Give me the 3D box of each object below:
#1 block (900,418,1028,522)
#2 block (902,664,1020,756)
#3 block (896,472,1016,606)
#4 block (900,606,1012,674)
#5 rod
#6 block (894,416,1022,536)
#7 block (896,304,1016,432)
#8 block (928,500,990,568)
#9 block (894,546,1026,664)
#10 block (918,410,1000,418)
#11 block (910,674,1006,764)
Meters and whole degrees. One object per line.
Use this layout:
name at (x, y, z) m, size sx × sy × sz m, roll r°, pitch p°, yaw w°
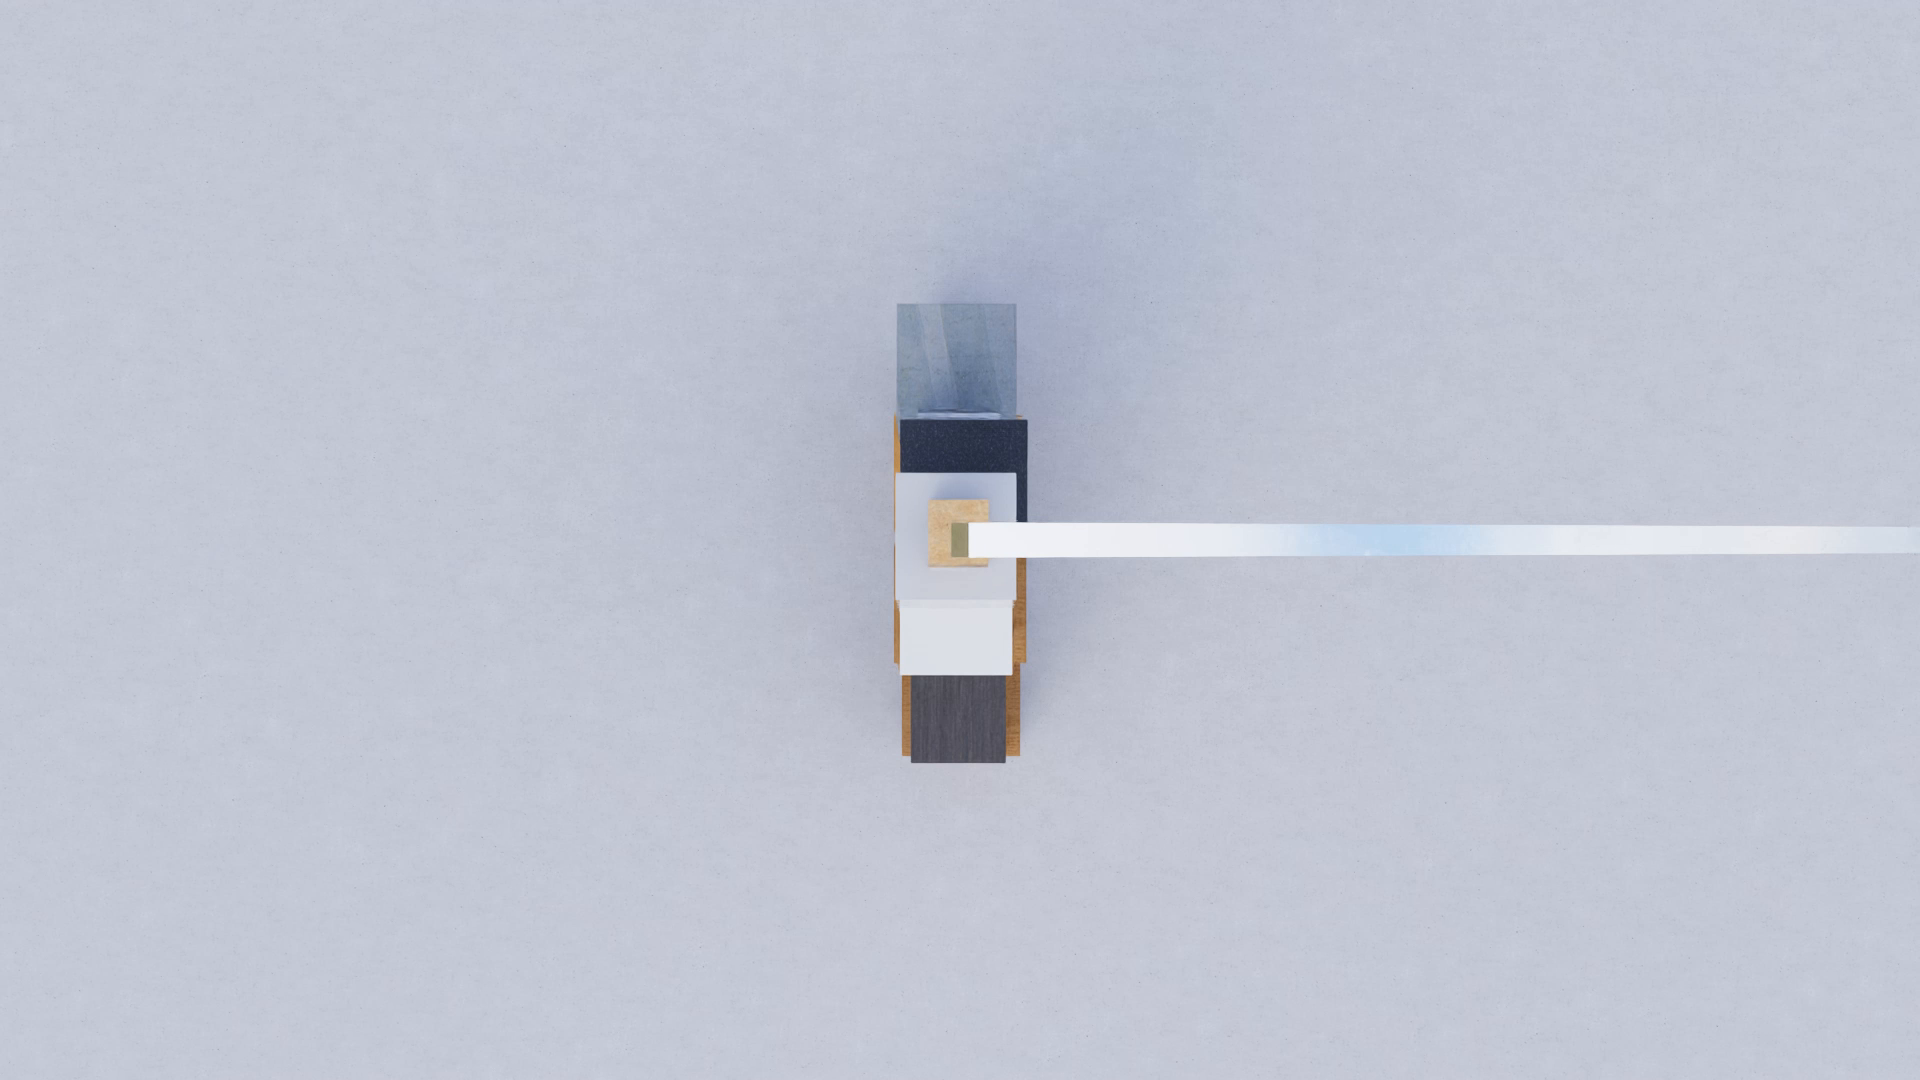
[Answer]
block at (0.019, -0.280, 10.971) m, size 0.619 × 0.538 × 0.652 m, roll 0°, pitch 94°, yaw 0°
block at (0.006, 0.867, 12.677) m, size 0.665 × 0.646 × 0.694 m, roll 0°, pitch 90°, yaw 0°
block at (-0.019, 0.008, 10.329) m, size 0.550 × 0.624 × 0.581 m, roll 0°, pitch 85°, yaw 0°
block at (-0.019, 0.354, 10.960) m, size 0.543 × 0.627 × 0.579 m, roll 0°, pitch 92°, yaw 0°
rod at (2.234, 0.000, 6.388) m, size 5.200 × 0.080 × 0.080 m, roll 0°, pitch 90°, yaw -31°
block at (-0.013, -0.360, 12.634) m, size 0.715 × 0.731 × 0.664 m, roll 0°, pitch 90°, yaw 0°
block at (-0.017, -0.912, 11.972) m, size 0.633 × 0.627 × 0.636 m, roll 0°, pitch 85°, yaw 0°
block at (-0.006, -0.026, 9.893) m, size 0.270 × 0.251 × 0.288 m, roll 0°, pitch 85°, yaw 0°
block at (0.001, 0.350, 12.069) m, size 0.710 × 0.577 × 0.627 m, roll 0°, pitch 89°, yaw 0°
block at (-0.006, -0.480, 11.440) m, size 0.416 × 0.415 × 0.379 m, roll 0°, pitch 96°, yaw 0°
block at (-0.009, 0.943, 12.114) m, size 0.513 × 0.479 × 0.527 m, roll 0°, pitch 90°, yaw 0°
